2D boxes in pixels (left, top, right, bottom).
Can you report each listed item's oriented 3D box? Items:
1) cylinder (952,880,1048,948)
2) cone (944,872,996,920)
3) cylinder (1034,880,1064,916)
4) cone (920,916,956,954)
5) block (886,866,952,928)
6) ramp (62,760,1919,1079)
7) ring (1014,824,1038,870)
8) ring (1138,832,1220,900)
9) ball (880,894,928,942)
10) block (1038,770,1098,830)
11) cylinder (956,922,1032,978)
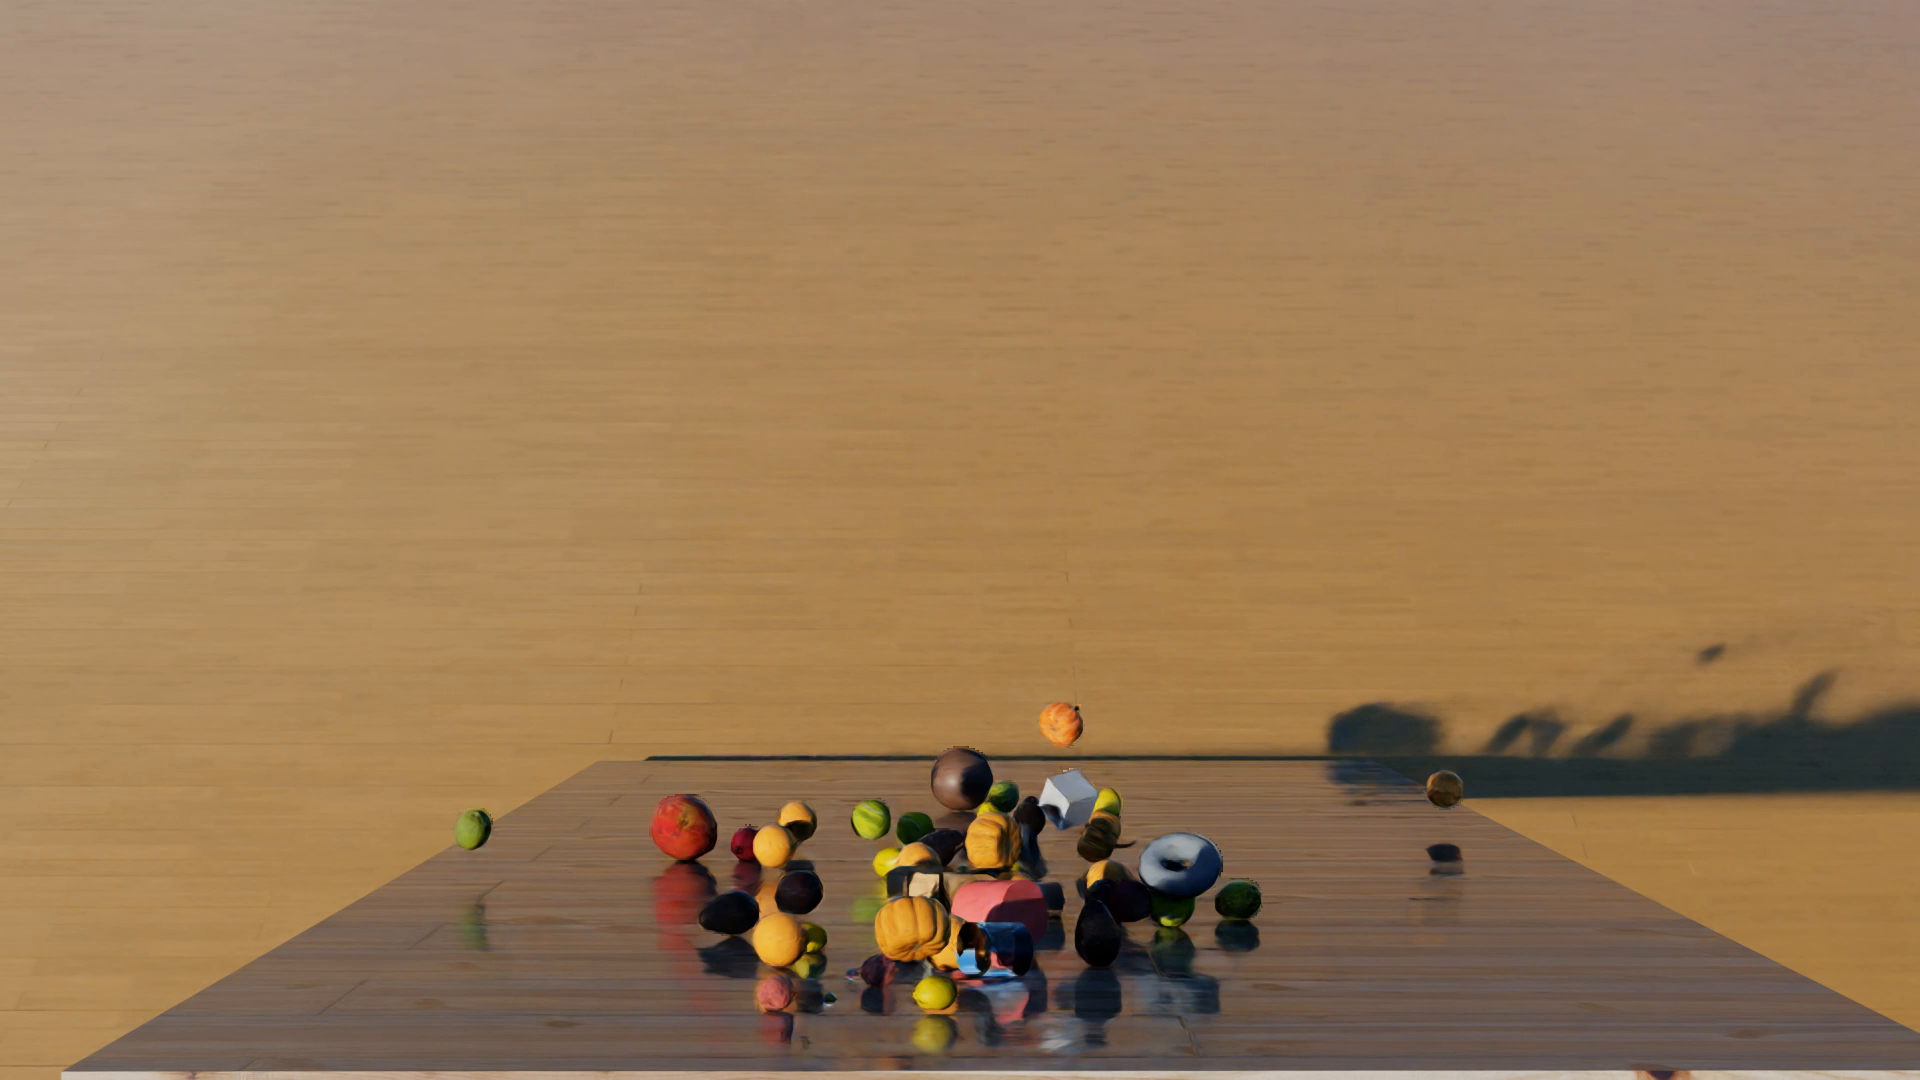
[{"bbox_3d":[0.053,0.502,3.465,0.092,0.092,0.092,-9,18,44],"label":"cylinder"},{"bbox_3d":[-0.002,0.492,3.673,0.091,0.091,0.091,-16,29,-24],"label":"cone"},{"bbox_3d":[0.119,0.529,3.814,0.052,0.052,0.052,0,29,-24],"label":"cylinder"},{"bbox_3d":[-0.038,0.542,3.492,0.053,0.053,0.053,26,46,-31],"label":"cone"},{"bbox_3d":[-0.058,0.515,3.738,0.079,0.079,0.079,0,0,13],"label":"block"},{"bbox_3d":[0.069,0.610,4.679,2.000,0.100,4.000,0,0,0],"label":"ramp"},{"bbox_3d":[0.105,0.488,4.109,0.025,0.075,0.075,-9,28,16],"label":"ring"},{"bbox_3d":[0.312,0.463,3.684,0.118,0.039,0.118,-6,37,4],"label":"ring"},{"bbox_3d":[-0.077,0.522,3.571,0.065,0.065,0.065,0,31,0],"label":"ball"},{"bbox_3d":[0.162,0.390,3.881,0.057,0.057,0.057,-12,44,-35],"label":"block"},{"bbox_3d":[0.043,0.513,3.243,0.070,0.070,0.070,5,25,-32],"label":"cylinder"}]
